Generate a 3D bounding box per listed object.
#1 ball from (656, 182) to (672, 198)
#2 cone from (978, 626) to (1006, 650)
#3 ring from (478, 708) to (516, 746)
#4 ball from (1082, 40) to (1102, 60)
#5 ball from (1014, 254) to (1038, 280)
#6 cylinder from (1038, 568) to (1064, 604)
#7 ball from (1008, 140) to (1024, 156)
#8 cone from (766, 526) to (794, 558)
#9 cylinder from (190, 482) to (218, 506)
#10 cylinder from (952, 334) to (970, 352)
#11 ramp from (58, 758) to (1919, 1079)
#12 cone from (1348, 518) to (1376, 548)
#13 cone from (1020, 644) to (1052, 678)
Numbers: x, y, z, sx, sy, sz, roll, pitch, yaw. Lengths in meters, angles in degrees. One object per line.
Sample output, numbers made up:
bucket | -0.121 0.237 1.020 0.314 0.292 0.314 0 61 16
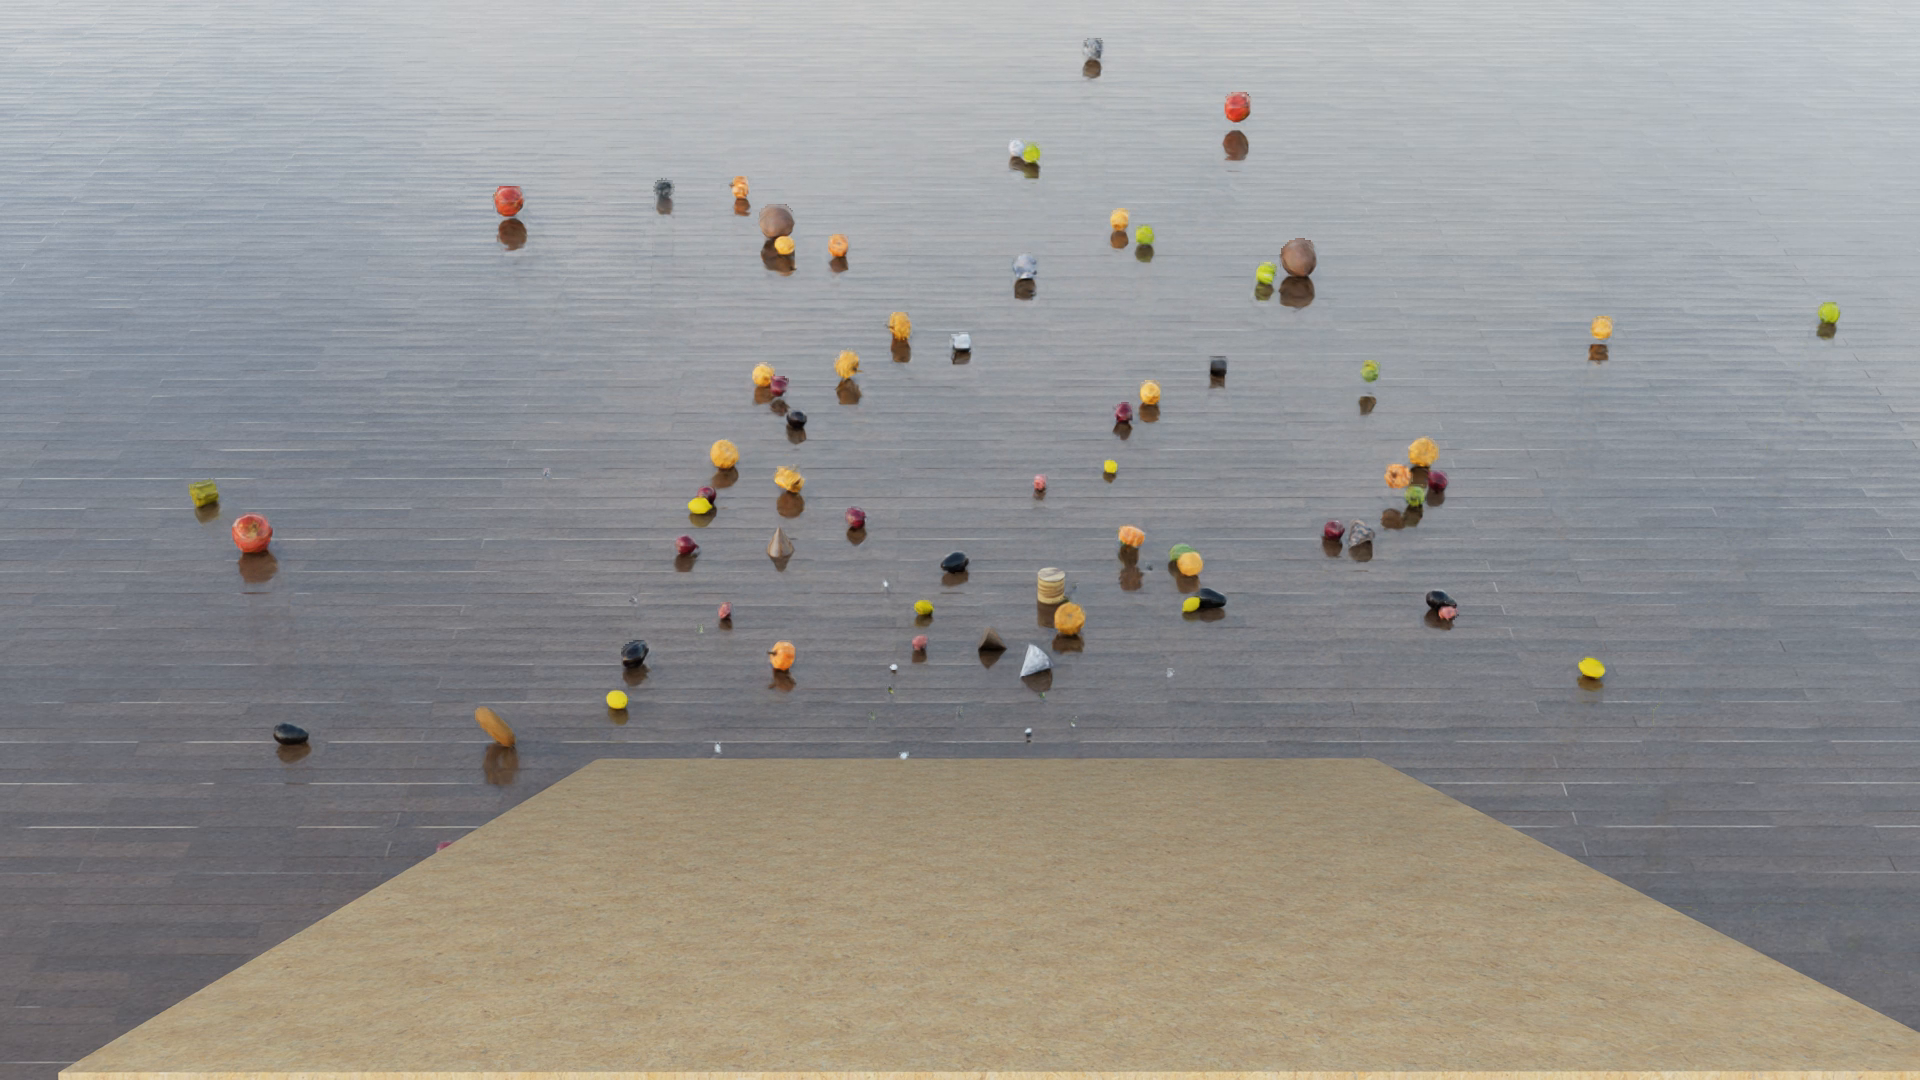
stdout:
ball | -1.147 -1.355 10.027 0.068 0.068 0.068 0 31 0
cone | 0.100 0.290 7.272 0.072 0.072 0.072 26 30 -8
ring | -1.226 0.496 6.845 0.043 0.128 0.128 -46 47 -15
ball | 0.582 -2.148 11.351 0.088 0.088 0.088 0 31 0
ball | 0.237 -0.989 9.386 0.089 0.089 0.089 0 31 0
cylinder | 0.264 0.133 7.494 0.079 0.079 0.079 0 31 0
ball | 0.227 -1.573 10.398 0.066 0.066 0.066 0 31 0
cone | -0.538 -0.007 7.723 0.086 0.086 0.086 0 31 0
cylinder | -2.326 -0.142 7.973 0.064 0.064 0.064 -19 35 -28
cylinder | 0.003 -0.676 8.889 0.053 0.053 0.053 -8 32 -15
ramp | 0.068 0.606 4.672 2.000 0.100 4.000 0 0 0
cone | 1.186 -0.004 7.765 0.085 0.085 0.085 25 65 35
cone | 0.194 0.350 7.163 0.088 0.088 0.088 -45 47 -15
